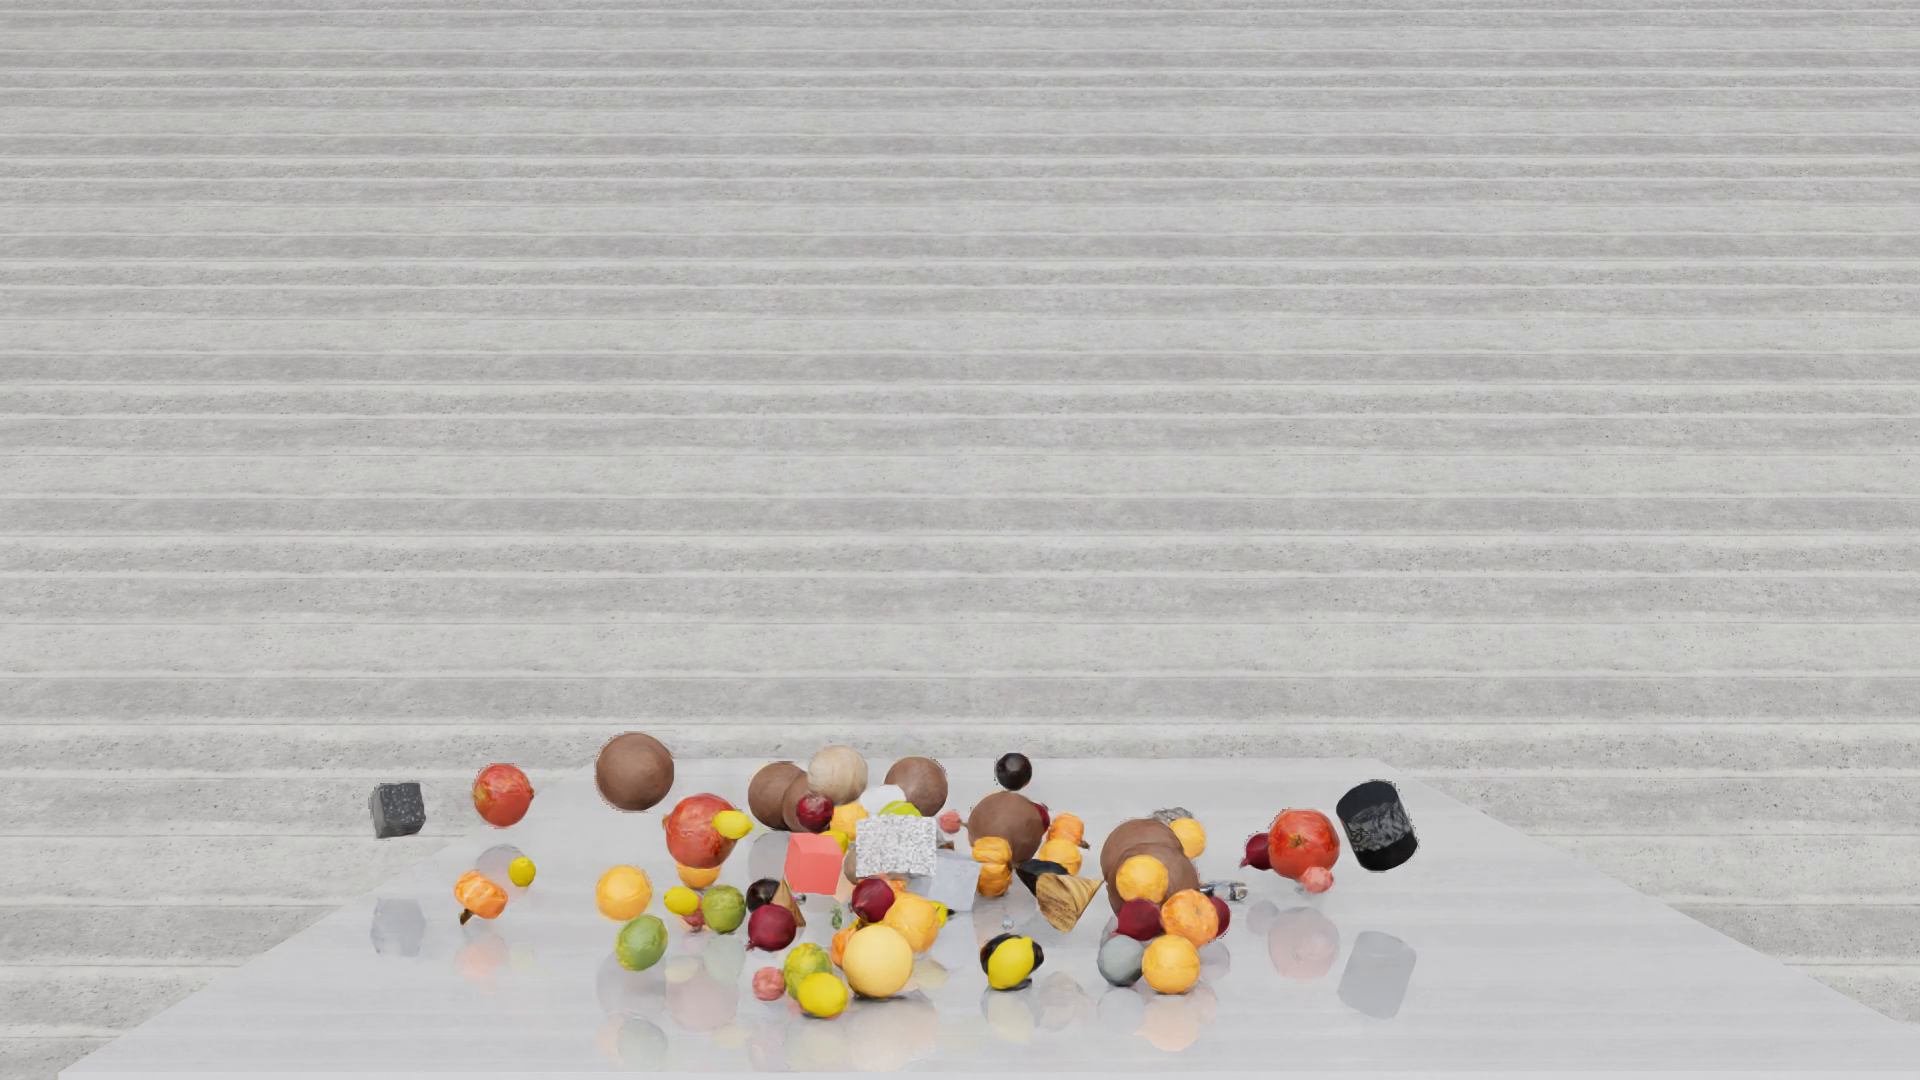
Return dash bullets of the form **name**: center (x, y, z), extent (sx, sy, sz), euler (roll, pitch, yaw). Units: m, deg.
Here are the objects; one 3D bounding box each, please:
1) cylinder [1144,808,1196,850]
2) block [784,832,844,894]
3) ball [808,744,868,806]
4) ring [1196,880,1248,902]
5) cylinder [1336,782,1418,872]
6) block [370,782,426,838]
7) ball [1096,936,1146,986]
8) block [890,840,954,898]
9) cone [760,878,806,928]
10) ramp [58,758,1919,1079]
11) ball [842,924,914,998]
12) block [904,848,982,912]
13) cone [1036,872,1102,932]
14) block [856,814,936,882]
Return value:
- **cylinder**: center (0.380, 0.521, 4.678), extent (0.070, 0.070, 0.070), euler (21, 11, 31)
- **block**: center (-0.207, 0.457, 3.659), extent (0.062, 0.062, 0.062), euler (7, 18, -19)
- **ball**: center (-0.191, 0.368, 4.043), extent (0.096, 0.096, 0.096), euler (0, 31, 0)
- **ring**: center (0.403, 0.540, 3.981), extent (0.080, 0.027, 0.080), euler (-3, -2, 0)
- **cylinder**: center (0.640, 0.439, 3.975), extent (0.097, 0.097, 0.097), euler (-20, 28, 11)
- **block**: center (-0.948, 0.456, 4.367), extent (0.069, 0.069, 0.069), euler (-5, 66, -27)
- **ball**: center (0.200, 0.520, 3.201), extent (0.062, 0.062, 0.062), euler (0, 31, 0)
- **block**: center (-0.060, 0.514, 4.047), extent (0.080, 0.080, 0.080), euler (0, 0, 16)
- **cone**: center (-0.254, 0.519, 3.717), extent (0.068, 0.068, 0.068), euler (0, 0, 0)
- **ramp**: center (0.068, 0.606, 4.672), extent (2.000, 0.100, 4.000), euler (0, 0, 0)
- **ball**: center (-0.098, 0.503, 3.094), extent (0.086, 0.086, 0.086), euler (0, 31, 0)
- **block**: center (-0.025, 0.503, 3.848), extent (0.075, 0.075, 0.075), euler (12, 2, -28)
- **cone**: center (0.162, 0.474, 3.489), extent (0.085, 0.085, 0.085), euler (-17, 34, -37)
- **block**: center (-0.089, 0.429, 3.603), extent (0.080, 0.080, 0.080), euler (11, -19, -39)
